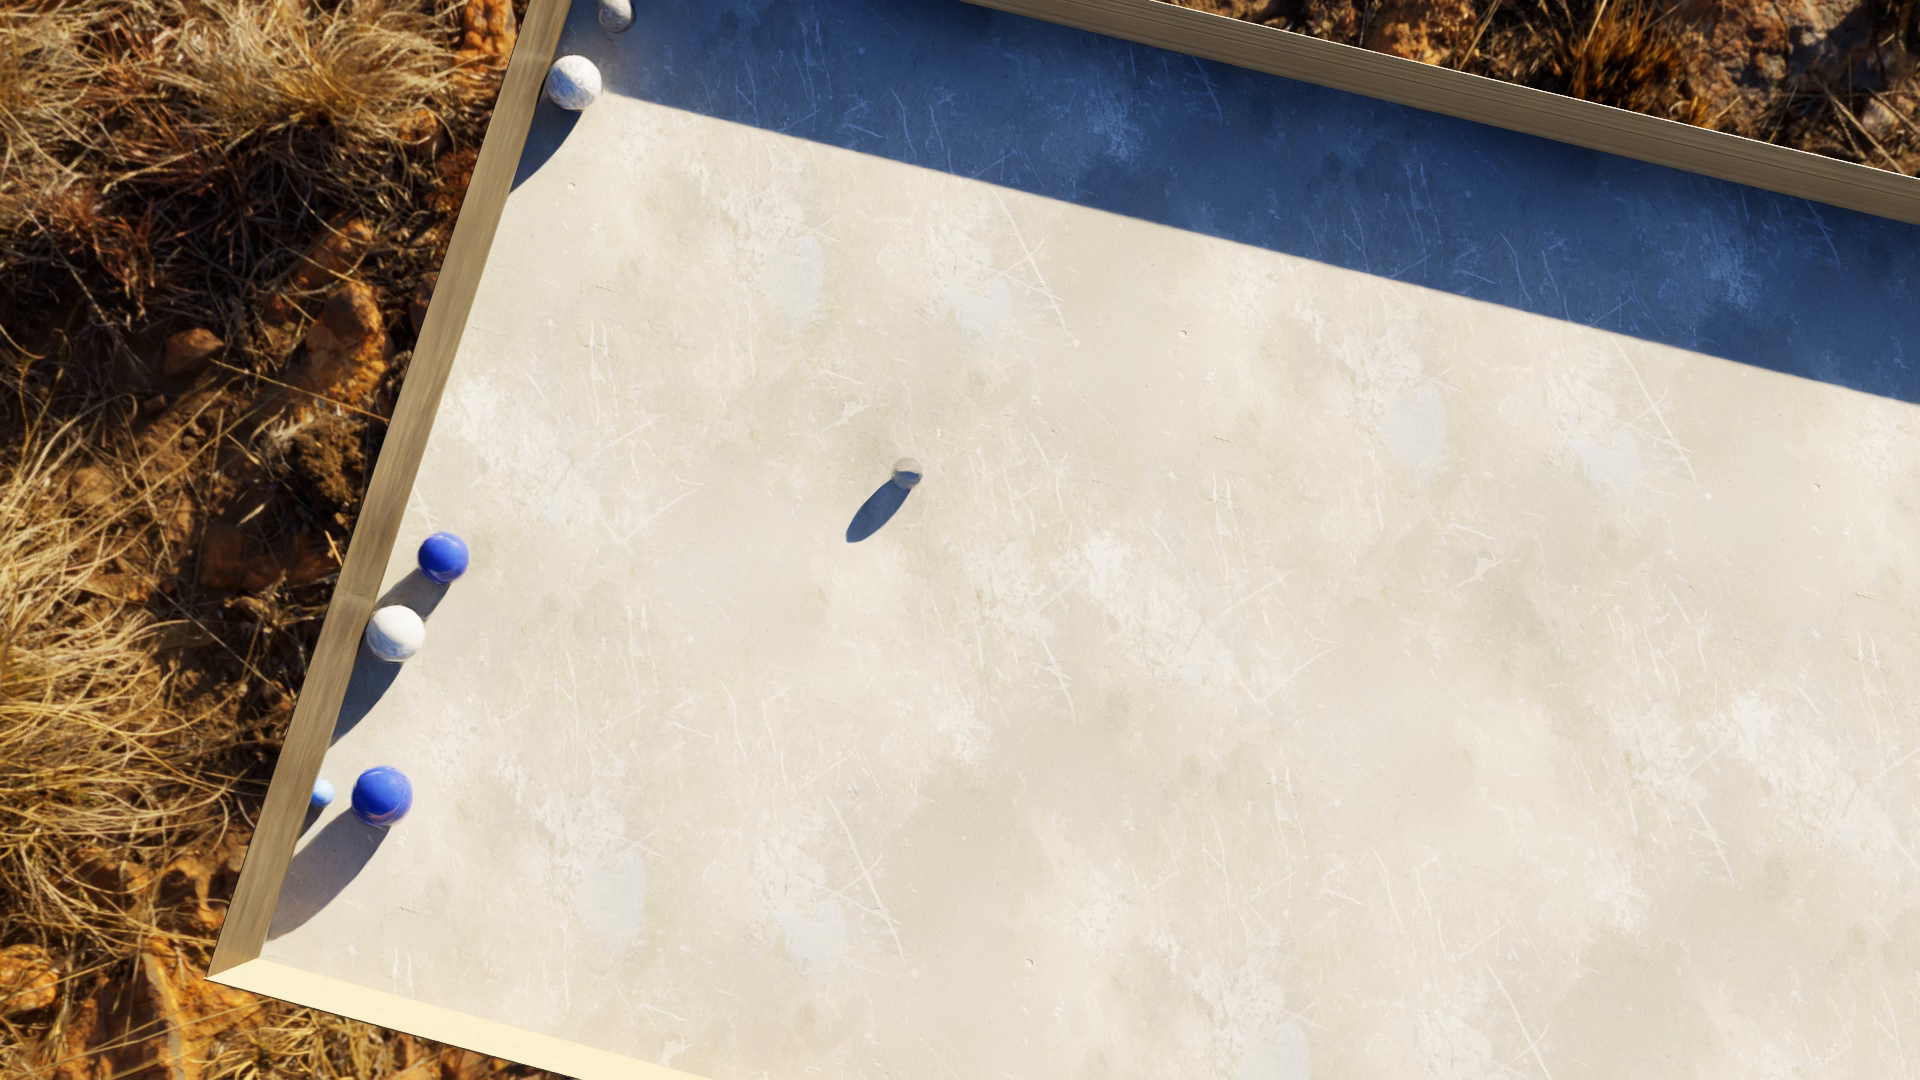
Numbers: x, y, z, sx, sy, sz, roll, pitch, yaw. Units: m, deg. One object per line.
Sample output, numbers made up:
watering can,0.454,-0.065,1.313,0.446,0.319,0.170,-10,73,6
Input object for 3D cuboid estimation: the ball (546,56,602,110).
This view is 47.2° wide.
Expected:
ball,-0.614,-0.727,3.499,0.086,0.086,0.086,0,76,0

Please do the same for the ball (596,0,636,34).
ball,-0.553,-0.849,3.541,0.063,0.063,0.063,0,76,0

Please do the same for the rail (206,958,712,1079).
rail,0.622,1.029,3.052,3.468,0.117,0.045,14,77,3

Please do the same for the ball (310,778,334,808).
ball,-0.947,0.374,3.253,0.042,0.042,0.042,0,76,0

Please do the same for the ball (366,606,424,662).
ball,-0.844,0.140,3.287,0.085,0.085,0.085,0,76,0

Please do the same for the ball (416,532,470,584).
ball,-0.780,0.026,3.319,0.078,0.078,0.078,0,76,0

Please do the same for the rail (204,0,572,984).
rail,-0.817,-0.209,3.356,0.045,0.117,1.803,14,77,3

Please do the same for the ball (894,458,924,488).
ball,-0.079,-0.103,3.367,0.047,0.047,0.047,0,76,0

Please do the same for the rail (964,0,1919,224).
rail,1.058,-0.623,3.457,3.468,0.117,0.045,14,77,3

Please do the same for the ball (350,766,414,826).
ball,-0.848,0.376,3.227,0.090,0.090,0.090,0,76,0
